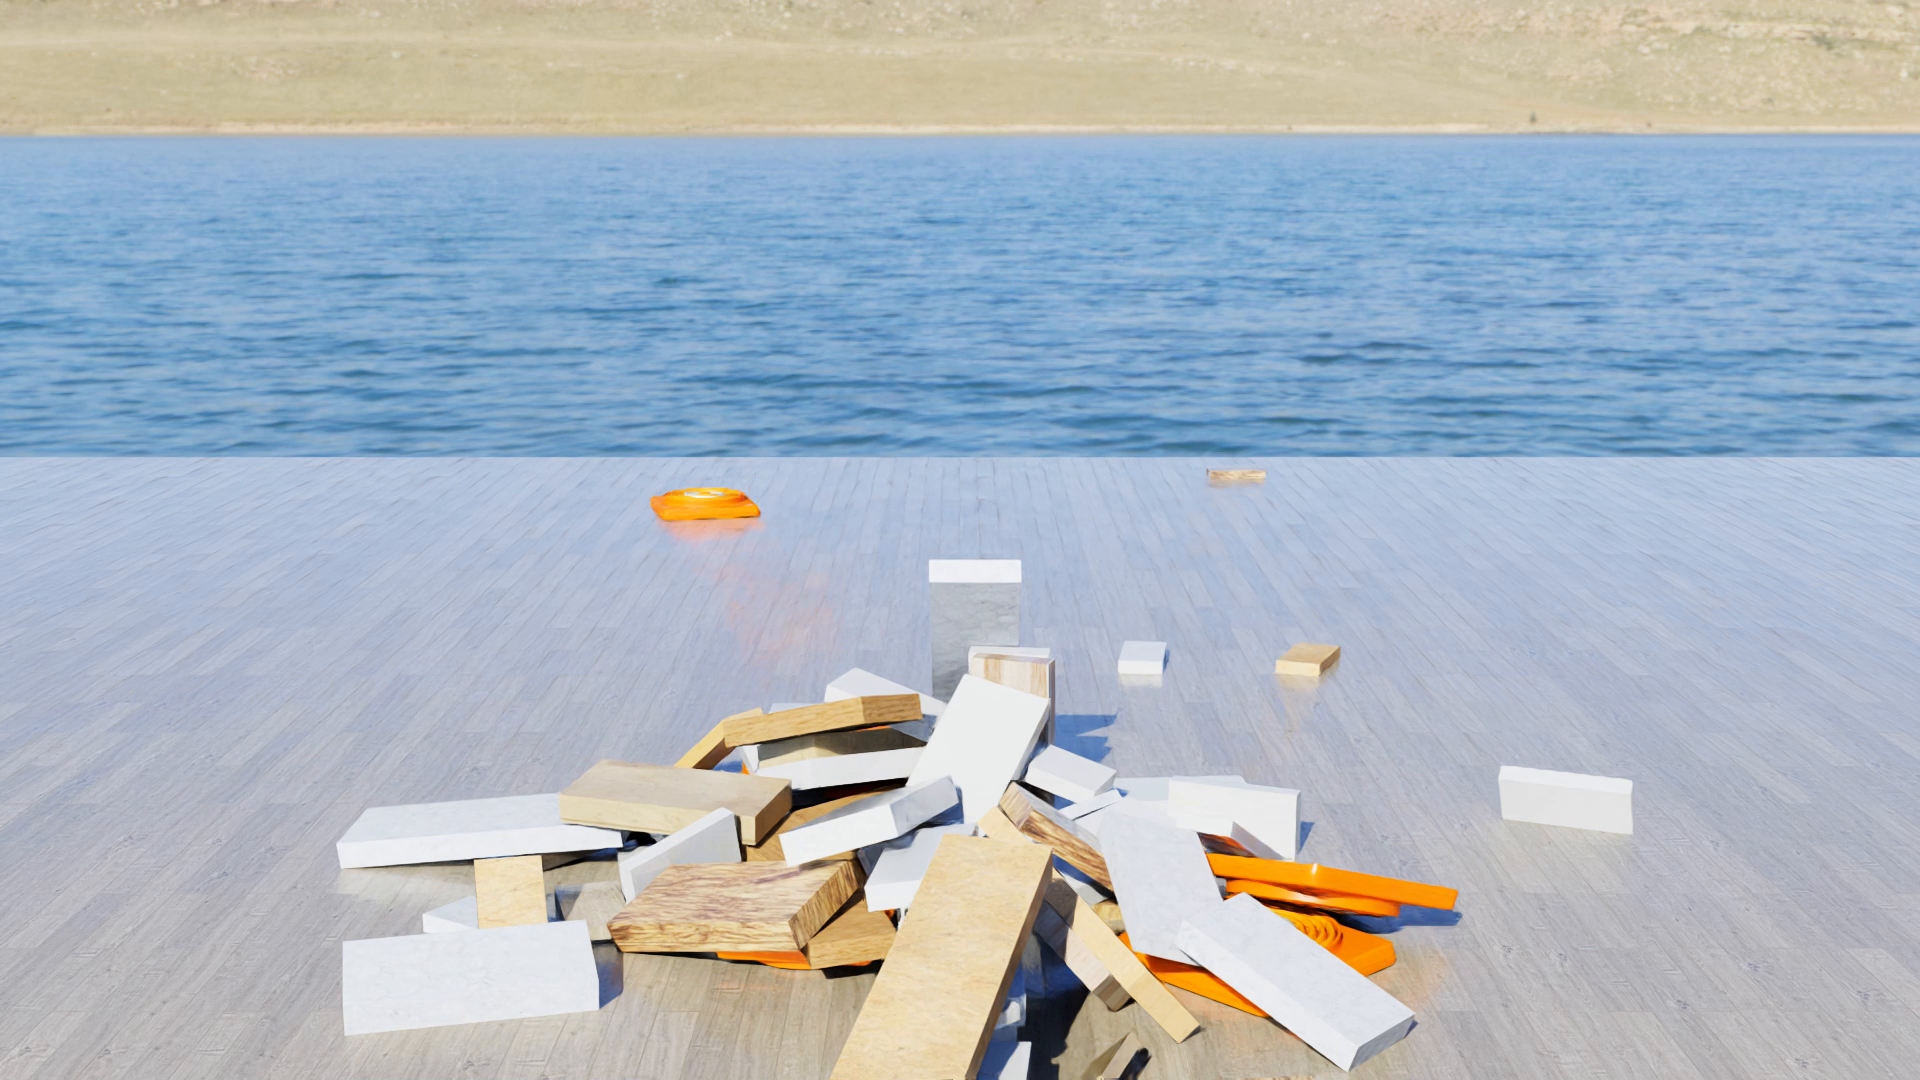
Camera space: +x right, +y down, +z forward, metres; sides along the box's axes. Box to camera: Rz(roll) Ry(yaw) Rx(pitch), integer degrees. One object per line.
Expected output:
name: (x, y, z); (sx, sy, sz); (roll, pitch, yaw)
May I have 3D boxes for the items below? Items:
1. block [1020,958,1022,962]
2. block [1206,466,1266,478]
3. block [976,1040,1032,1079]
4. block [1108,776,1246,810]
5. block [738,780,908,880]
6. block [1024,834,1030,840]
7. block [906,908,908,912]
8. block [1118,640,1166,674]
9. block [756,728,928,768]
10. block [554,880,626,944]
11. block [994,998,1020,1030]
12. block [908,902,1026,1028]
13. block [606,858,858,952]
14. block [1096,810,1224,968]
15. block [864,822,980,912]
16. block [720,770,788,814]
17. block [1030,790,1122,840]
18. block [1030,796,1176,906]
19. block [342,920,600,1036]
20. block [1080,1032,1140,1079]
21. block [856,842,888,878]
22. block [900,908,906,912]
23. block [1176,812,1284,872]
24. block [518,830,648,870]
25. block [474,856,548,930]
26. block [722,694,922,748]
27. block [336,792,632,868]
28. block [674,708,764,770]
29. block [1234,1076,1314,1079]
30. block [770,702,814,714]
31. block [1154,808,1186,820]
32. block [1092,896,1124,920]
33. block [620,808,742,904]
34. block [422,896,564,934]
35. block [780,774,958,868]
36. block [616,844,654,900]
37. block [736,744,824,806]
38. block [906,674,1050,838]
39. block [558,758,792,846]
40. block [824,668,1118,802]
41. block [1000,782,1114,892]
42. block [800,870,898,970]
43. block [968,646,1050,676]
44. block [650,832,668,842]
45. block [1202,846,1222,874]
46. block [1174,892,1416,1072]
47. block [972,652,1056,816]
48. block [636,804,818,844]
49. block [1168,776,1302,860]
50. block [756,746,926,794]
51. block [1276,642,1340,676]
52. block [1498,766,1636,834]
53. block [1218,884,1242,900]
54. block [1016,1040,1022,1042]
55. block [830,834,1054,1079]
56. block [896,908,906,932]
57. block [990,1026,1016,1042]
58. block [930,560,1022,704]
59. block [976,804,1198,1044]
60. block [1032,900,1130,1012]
block: (0.000, 0.617, 3.198); (0.150, 0.042, 0.300); (-1, -5, -4)
block: (1.016, -0.249, 8.106); (0.205, 0.029, 0.103); (-1, 11, -3)
block: (-0.006, 0.700, 2.688); (0.166, 0.047, 0.333); (1, 11, 5)
block: (0.394, 0.486, 4.115); (0.298, 0.042, 0.149); (-1, 11, -5)
block: (-0.177, 0.515, 3.818); (0.466, 0.050, 0.177); (-10, 27, -45)
block: (0.099, 0.530, 3.764); (0.092, 0.026, 0.184); (5, 12, 24)
block: (-0.024, 0.522, 3.366); (0.134, 0.038, 0.268); (-2, 7, -7)
block: (0.438, 0.280, 5.258); (0.103, 0.029, 0.205); (2, 11, 8)
block: (-0.196, 0.385, 4.099); (0.329, 0.047, 0.165); (-1, -10, -44)
block: (-0.590, 0.600, 3.537); (0.103, 0.029, 0.206); (-3, 11, -16)
block: (-0.001, 0.592, 2.819); (0.073, 0.021, 0.147); (-14, 20, -41)
block: (0.005, 0.575, 3.001); (0.150, 0.042, 0.300); (0, 15, -2)
block: (-0.350, 0.561, 3.375); (0.354, 0.050, 0.177); (-7, 20, 33)
block: (0.311, 0.525, 3.312); (0.154, 0.044, 0.309); (15, 23, -14)
block: (-0.053, 0.488, 3.299); (0.133, 0.038, 0.266); (-8, 8, 9)
block: (-0.395, 0.484, 3.933); (0.200, 0.028, 0.100); (26, 34, 34)
block: (0.198, 0.475, 3.760); (0.158, 0.022, 0.079); (-14, -27, -39)
block: (0.222, 0.525, 3.641); (0.327, 0.046, 0.163); (-17, 27, -37)
block: (-0.715, 0.636, 3.210); (0.355, 0.050, 0.177); (-3, 20, -15)
block: (0.186, 0.702, 2.889); (0.073, 0.021, 0.147); (-42, -5, 21)
block: (-0.089, 0.543, 3.720); (0.158, 0.079, 0.022); (-8, -30, -37)
block: (-0.029, 0.563, 3.533); (0.134, 0.038, 0.268); (-1, -3, -2)
block: (0.442, 0.494, 3.580); (0.092, 0.026, 0.287); (6, -16, 27)
block: (-0.666, 0.523, 3.859); (0.211, 0.030, 0.106); (-16, 16, -30)
block: (-0.693, 0.577, 3.399); (0.103, 0.029, 0.206); (-2, 39, -14)
block: (-0.247, 0.323, 3.936); (0.327, 0.046, 0.163); (-13, -9, 36)
block: (-0.818, 0.502, 3.844); (0.496, 0.046, 0.163); (-5, 15, 5)
block: (-0.472, 0.399, 4.284); (0.200, 0.028, 0.100); (-42, -17, 34)
block: (0.406, 0.745, 2.725); (0.142, 0.040, 0.283); (-1, 11, -7)
block: (-0.331, 0.375, 4.767); (0.158, 0.022, 0.079); (0, 11, 1)
block: (0.317, 0.509, 3.874); (0.200, 0.028, 0.100); (8, 30, 12)
block: (0.214, 0.592, 3.588); (0.174, 0.025, 0.087); (0, 11, 0)
block: (-0.452, 0.529, 3.572); (0.211, 0.106, 0.030); (-27, 31, -38)
block: (-0.739, 0.610, 3.479); (0.206, 0.029, 0.103); (7, 13, 34)
block: (-0.137, 0.447, 3.537); (0.177, 0.050, 0.488); (-17, -4, 10)
block: (-0.522, 0.566, 3.717); (0.106, 0.030, 0.239); (-2, 11, -11)
block: (-0.341, 0.427, 4.149); (0.110, 0.031, 0.220); (-8, 31, -18)
block: (0.023, 0.392, 3.888); (0.165, 0.047, 0.329); (16, 49, 15)
block: (-0.485, 0.446, 3.763); (0.355, 0.050, 0.177); (4, 16, 15)
block: (0.017, 0.357, 4.012); (0.540, 0.033, 0.116); (20, 21, 18)
block: (0.199, 0.490, 3.454); (0.284, 0.040, 0.142); (35, 3, -16)
block: (-0.191, 0.578, 3.370); (0.133, 0.038, 0.266); (-6, 14, -15)
block: (0.094, 0.350, 4.140); (0.149, 0.298, 0.042); (1, 16, 7)
block: (-0.437, 0.484, 3.819); (0.185, 0.026, 0.092); (-28, 41, -36)
block: (0.361, 0.540, 3.737); (0.087, 0.025, 0.174); (-32, 26, -16)
block: (0.471, 0.618, 3.103); (0.309, 0.044, 0.154); (33, 28, 32)
block: (0.099, 0.363, 4.071); (0.149, 0.298, 0.042); (4, 12, 19)
block: (-0.337, 0.516, 3.981); (0.490, 0.031, 0.110); (-3, 11, -15)
block: (0.485, 0.490, 3.891); (0.232, 0.116, 0.033); (4, 11, 23)
block: (-0.169, 0.416, 3.988); (0.354, 0.050, 0.177); (-2, -9, -37)
block: (0.831, 0.283, 5.240); (0.103, 0.029, 0.205); (4, 11, 23)
block: (1.102, 0.472, 3.993); (0.232, 0.116, 0.033); (5, 46, 24)
block: (0.407, 0.592, 3.609); (0.126, 0.018, 0.063); (-5, 12, -25)
block: (0.004, 0.759, 2.630); (0.167, 0.047, 0.675); (0, 11, 0)
block: (-0.024, 0.566, 2.768); (0.154, 0.044, 0.632); (5, 26, 13)
block: (-0.028, 0.590, 3.353); (0.134, 0.038, 0.268); (-1, -5, -3)
block: (-0.001, 0.655, 3.031); (0.150, 0.042, 0.300); (0, -2, 0)
block: (0.028, 0.236, 4.230); (0.165, 0.047, 0.670); (0, -33, 0)
block: (0.179, 0.556, 3.236); (0.040, 0.142, 0.496); (-43, 32, -4)
block: (0.135, 0.561, 3.185); (0.266, 0.038, 0.133); (44, -4, 30)
